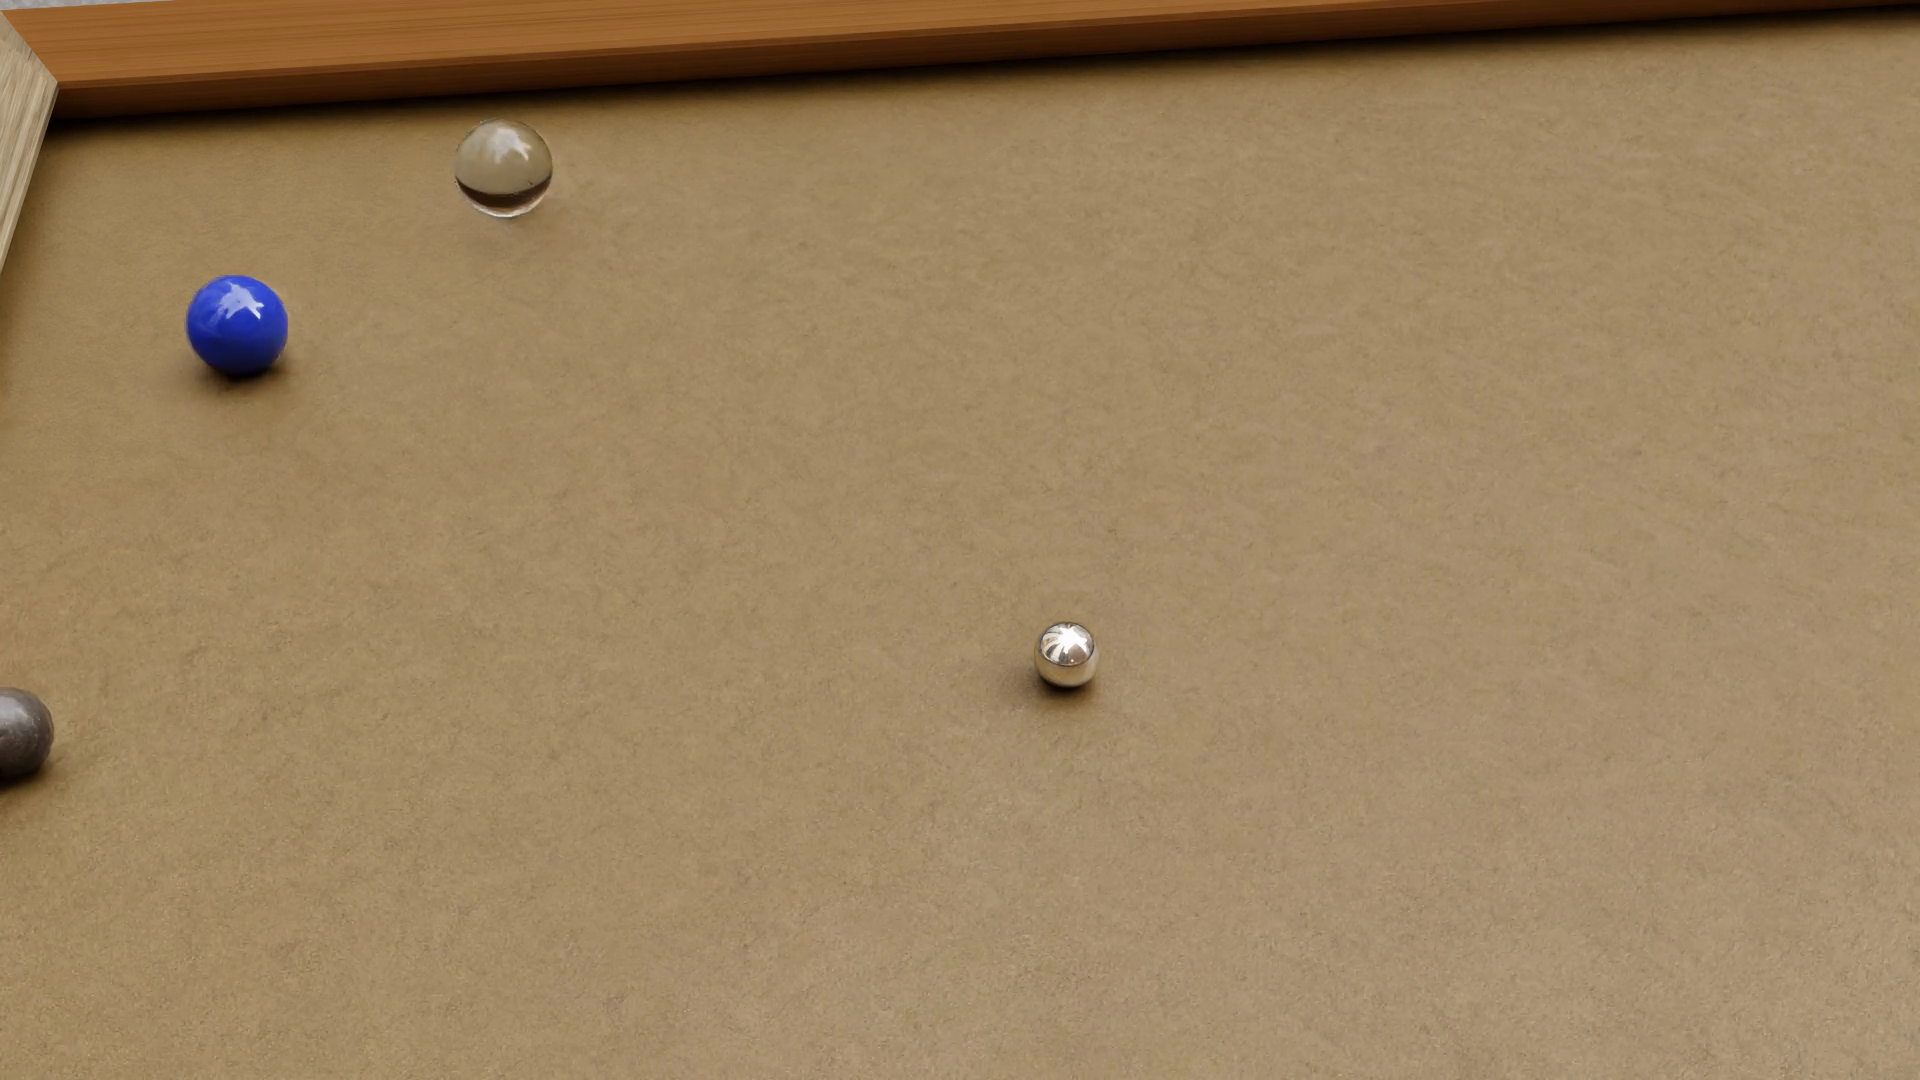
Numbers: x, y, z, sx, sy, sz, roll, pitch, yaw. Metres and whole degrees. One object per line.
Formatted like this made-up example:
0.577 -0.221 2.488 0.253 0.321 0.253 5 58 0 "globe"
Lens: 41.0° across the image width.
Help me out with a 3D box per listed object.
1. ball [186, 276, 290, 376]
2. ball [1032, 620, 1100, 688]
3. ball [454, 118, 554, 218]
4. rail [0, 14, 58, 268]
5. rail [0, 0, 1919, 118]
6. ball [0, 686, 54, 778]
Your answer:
-0.528 -0.157 1.875 0.072 0.072 0.072 0 36 0 "ball"
0.066 0.071 1.586 0.042 0.042 0.042 0 36 0 "ball"
-0.368 -0.300 2.068 0.078 0.078 0.078 0 36 0 "ball"
-0.678 0.042 1.574 0.045 0.102 1.550 -5 36 -7 "rail"
0.594 -0.510 2.338 2.833 0.102 0.045 -5 36 -7 "rail"
-0.564 0.114 1.517 0.054 0.054 0.054 0 36 0 "ball"
